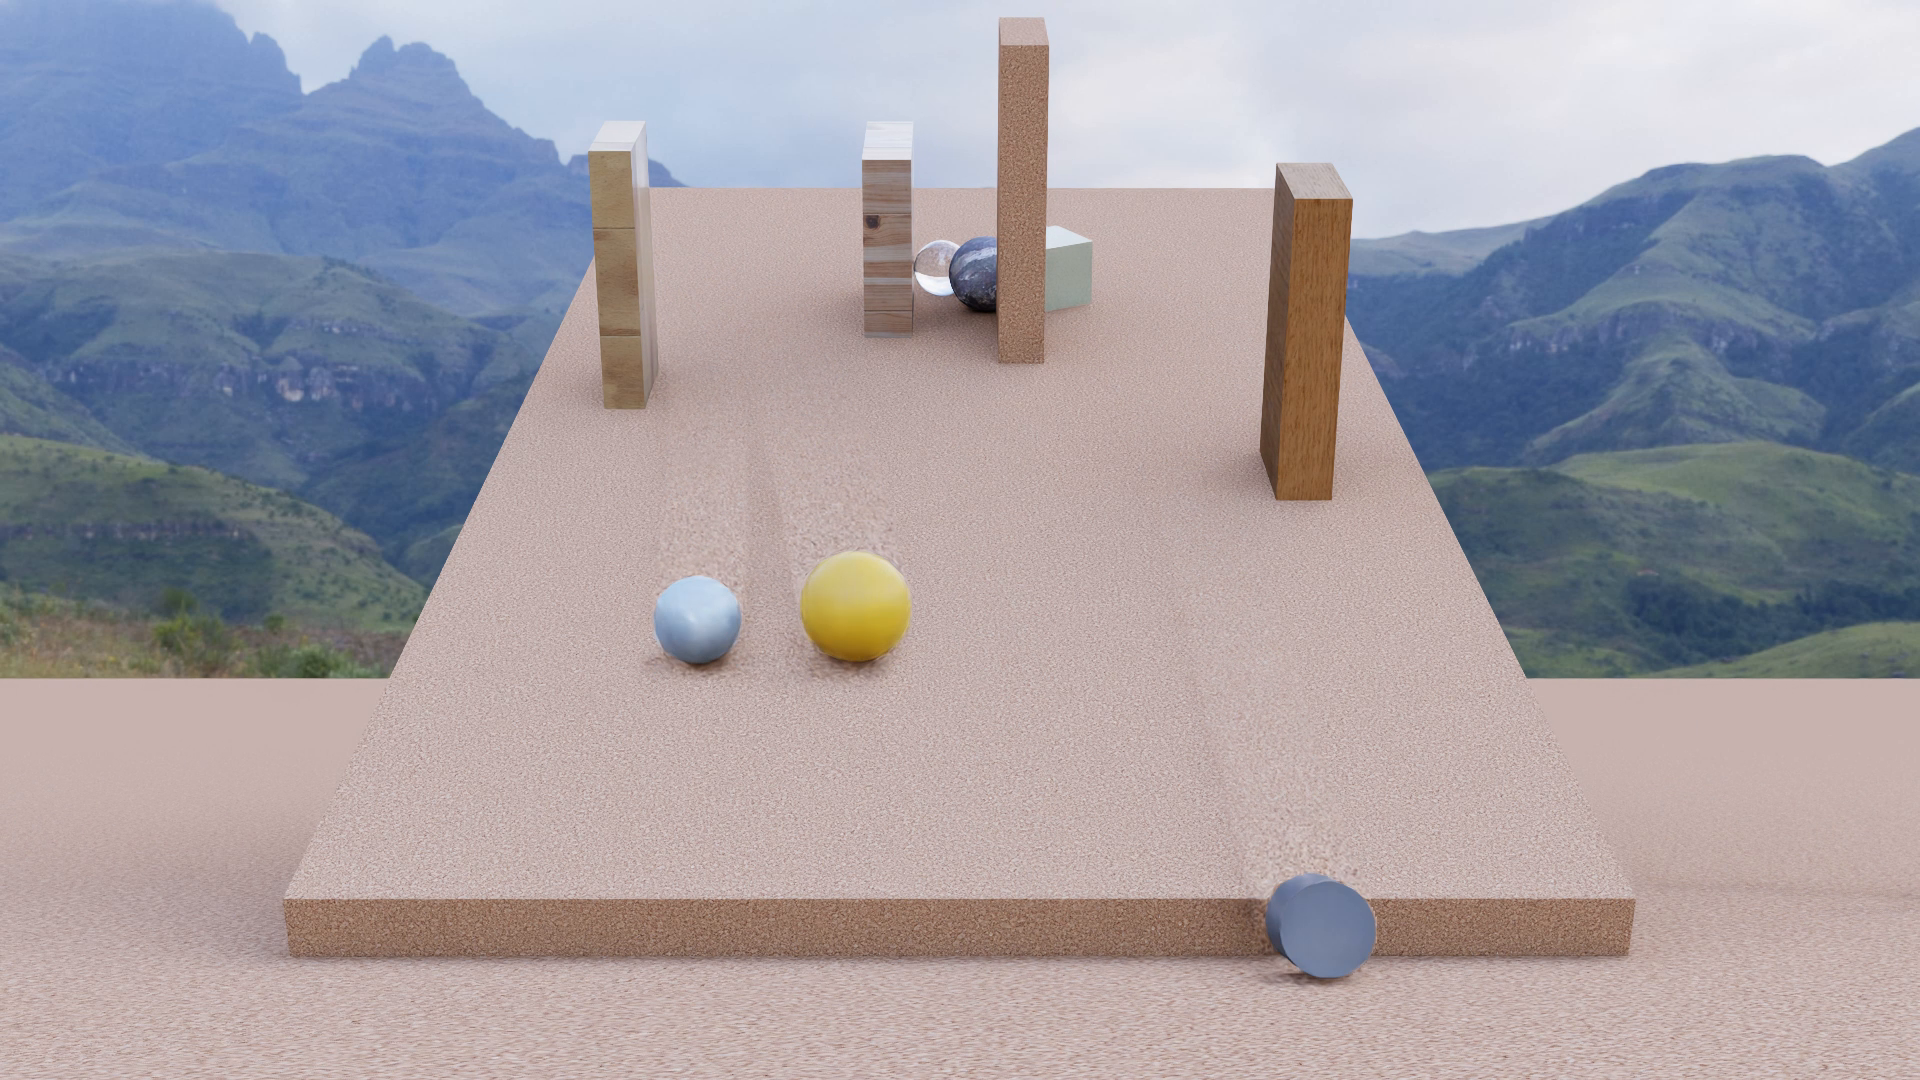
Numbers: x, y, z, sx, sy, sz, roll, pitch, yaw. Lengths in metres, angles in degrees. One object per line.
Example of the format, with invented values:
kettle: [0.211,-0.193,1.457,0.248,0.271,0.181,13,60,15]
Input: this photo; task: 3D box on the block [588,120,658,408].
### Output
block: [-0.768,-0.631,5.325,0.093,0.601,0.277,0,24,0]

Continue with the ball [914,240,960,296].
ball: [-0.047,-0.712,6.080,0.147,0.147,0.147,0,-3,0]

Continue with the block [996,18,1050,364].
block: [0.148,-0.844,5.608,0.109,0.768,0.328,0,24,0]

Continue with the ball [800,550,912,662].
ball: [-0.185,0.118,4.122,0.199,0.199,0.199,0,-3,0]

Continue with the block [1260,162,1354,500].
block: [0.716,-0.434,4.830,0.115,0.644,0.282,0,24,0]

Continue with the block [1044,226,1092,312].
block: [0.227,-0.705,6.039,0.168,0.168,0.168,-13,27,-28]

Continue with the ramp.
ramp: [-0.008,-0.227,5.282,2.000,0.100,4.000,0,24,0]

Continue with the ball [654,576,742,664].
ball: [-0.466,0.141,4.120,0.155,0.155,0.155,0,-3,0]

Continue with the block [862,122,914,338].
block: [-0.179,-0.789,5.872,0.119,0.453,0.388,0,24,0]

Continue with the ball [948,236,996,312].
ball: [0.067,-0.683,5.959,0.191,0.191,0.191,0,-3,0]
